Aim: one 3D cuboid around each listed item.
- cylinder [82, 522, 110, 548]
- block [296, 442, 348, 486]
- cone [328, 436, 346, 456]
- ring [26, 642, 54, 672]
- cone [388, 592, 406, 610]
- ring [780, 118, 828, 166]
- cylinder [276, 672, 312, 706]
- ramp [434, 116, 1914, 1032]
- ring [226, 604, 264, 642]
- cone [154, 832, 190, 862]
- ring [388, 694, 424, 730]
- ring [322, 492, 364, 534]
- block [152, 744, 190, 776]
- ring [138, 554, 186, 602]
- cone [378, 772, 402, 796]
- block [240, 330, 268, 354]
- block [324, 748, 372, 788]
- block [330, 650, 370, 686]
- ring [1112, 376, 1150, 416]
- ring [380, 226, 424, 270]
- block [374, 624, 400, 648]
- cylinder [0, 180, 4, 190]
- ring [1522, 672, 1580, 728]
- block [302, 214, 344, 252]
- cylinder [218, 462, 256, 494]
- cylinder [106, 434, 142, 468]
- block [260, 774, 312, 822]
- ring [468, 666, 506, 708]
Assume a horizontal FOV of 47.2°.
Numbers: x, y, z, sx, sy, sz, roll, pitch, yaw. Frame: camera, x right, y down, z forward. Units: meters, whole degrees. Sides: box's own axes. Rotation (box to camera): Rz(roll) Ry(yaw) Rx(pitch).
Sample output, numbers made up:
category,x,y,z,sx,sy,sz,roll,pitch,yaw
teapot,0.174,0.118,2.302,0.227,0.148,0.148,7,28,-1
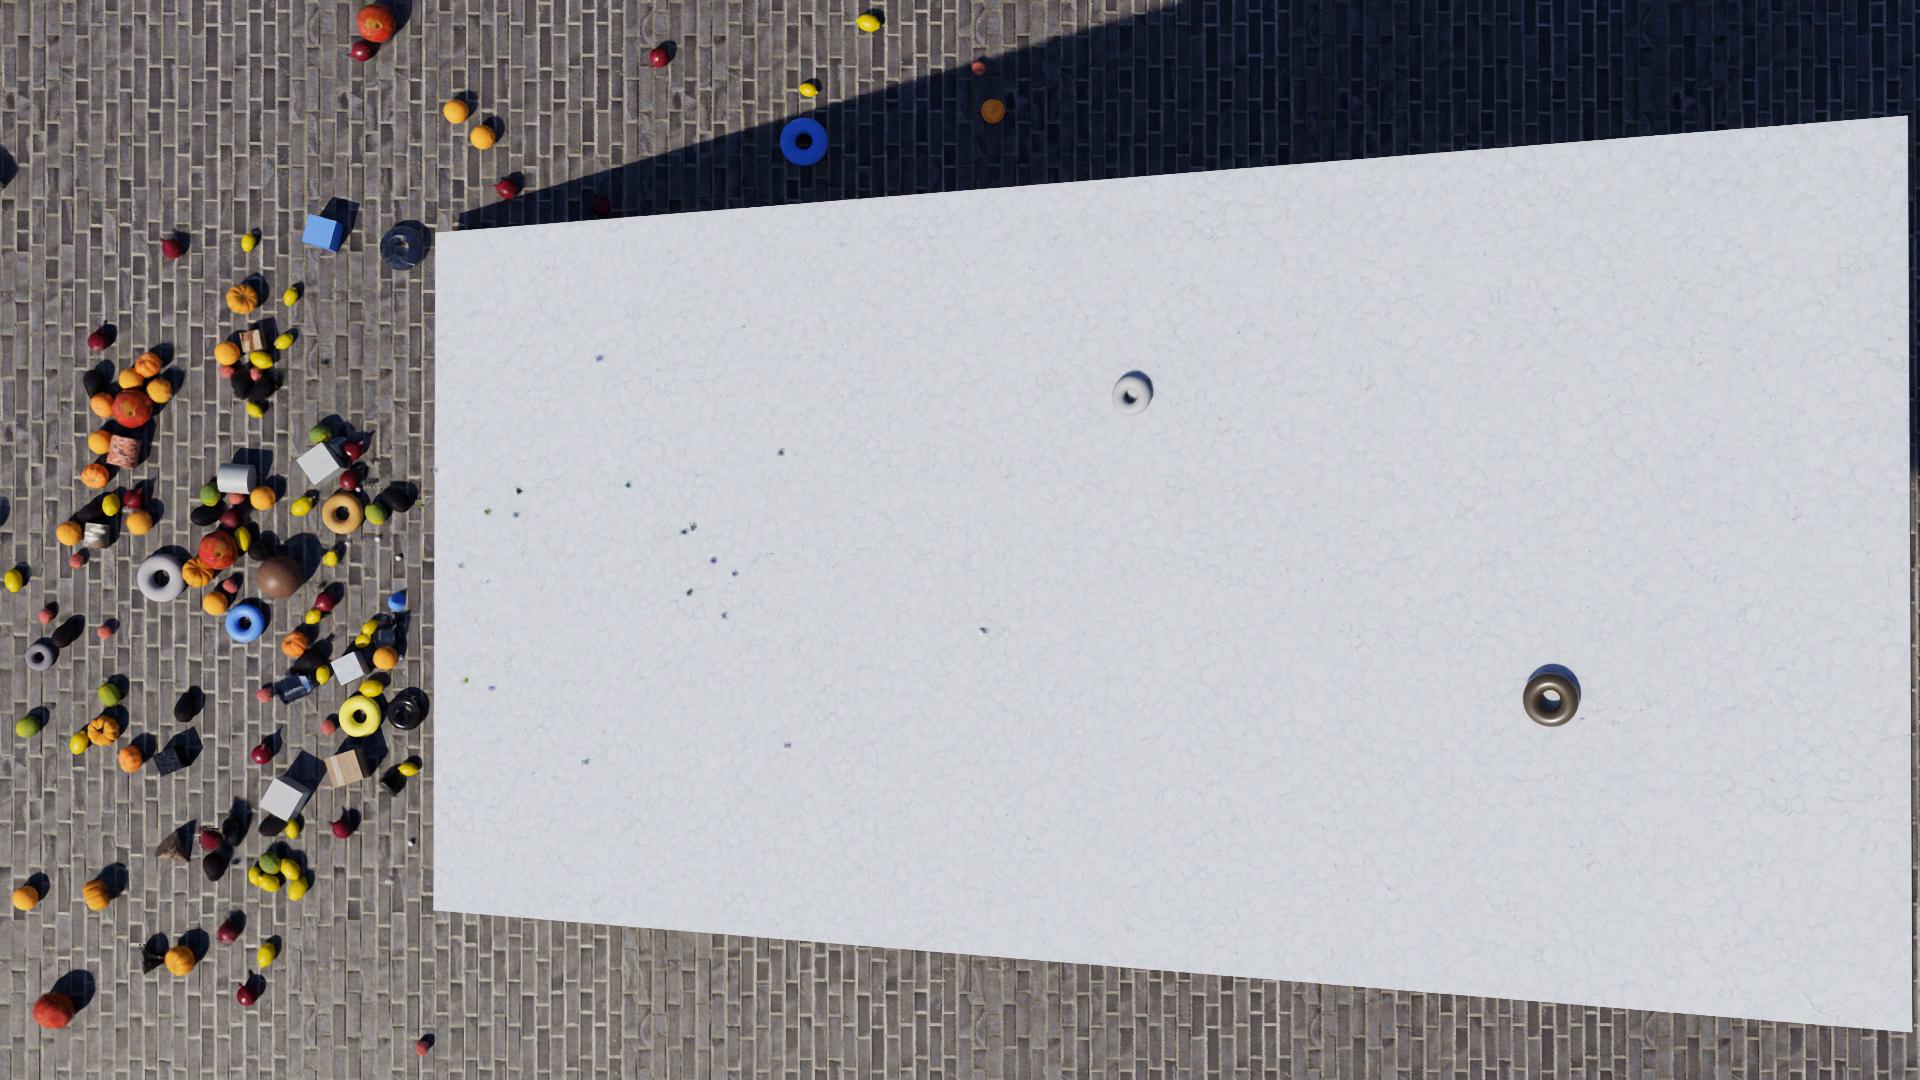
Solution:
category,x,y,z,sx,sy,sz,roll,pitch,yaw
cylinder,-2.570,-0.013,6.548,0.070,0.070,0.070,7,89,0
block,-1.896,-0.225,6.540,0.092,0.092,0.092,-36,89,0
cone,-1.854,-0.271,6.573,0.057,0.057,0.057,-9,116,0
ring,-2.747,0.348,6.565,0.086,0.029,0.086,0,91,0
cone,-1.685,0.185,6.554,0.054,0.054,0.054,0,89,0
ring,-0.466,-1.190,6.573,0.145,0.048,0.145,0,89,1
cylinder,-1.982,0.441,6.540,0.077,0.077,0.077,-24,89,0
ramp,0.282,0.082,5.690,4.000,0.100,2.000,0,89,25
ring,-2.133,0.248,6.561,0.116,0.039,0.116,0,88,0
cone,-2.330,0.934,6.552,0.092,0.092,0.092,-43,116,0
ring,-1.654,0.514,6.559,0.111,0.037,0.111,0,90,-1
ring,-1.841,-0.081,6.563,0.125,0.042,0.125,0,88,1
block,-2.346,0.657,6.541,0.069,0.069,0.069,-24,89,0
ring,-2.380,0.112,6.558,0.146,0.049,0.146,0,91,0
cone,-1.686,0.715,6.559,0.071,0.071,0.071,38,63,0
block,-2.107,-0.592,6.561,0.057,0.057,0.057,-12,89,0
block,-1.817,0.675,6.530,0.091,0.091,0.091,-18,89,0
block,-1.812,0.380,6.541,0.075,0.075,0.075,-26,89,0
ring,0.433,-0.364,5.551,0.103,0.034,0.103,0,90,24
ring,-1.667,-0.871,6.571,0.134,0.045,0.134,0,90,1
block,-1.706,0.284,6.544,0.052,0.052,0.052,-5,111,4
cylinder,-2.917,-1.074,6.549,0.092,0.092,0.092,-36,89,0
ring,1.370,0.370,5.100,0.129,0.043,0.129,0,90,24
block,-1.898,-0.914,6.552,0.084,0.084,0.084,15,89,0
cylinder,-2.151,-0.183,6.541,0.087,0.087,0.087,4,89,0
cylinder,-2.488,-0.263,6.543,0.085,0.085,0.085,12,89,0
block,-2.002,0.766,6.527,0.095,0.095,0.095,30,89,0
ring,-1.365,0.428,6.392,0.127,0.042,0.127,0,94,-6
